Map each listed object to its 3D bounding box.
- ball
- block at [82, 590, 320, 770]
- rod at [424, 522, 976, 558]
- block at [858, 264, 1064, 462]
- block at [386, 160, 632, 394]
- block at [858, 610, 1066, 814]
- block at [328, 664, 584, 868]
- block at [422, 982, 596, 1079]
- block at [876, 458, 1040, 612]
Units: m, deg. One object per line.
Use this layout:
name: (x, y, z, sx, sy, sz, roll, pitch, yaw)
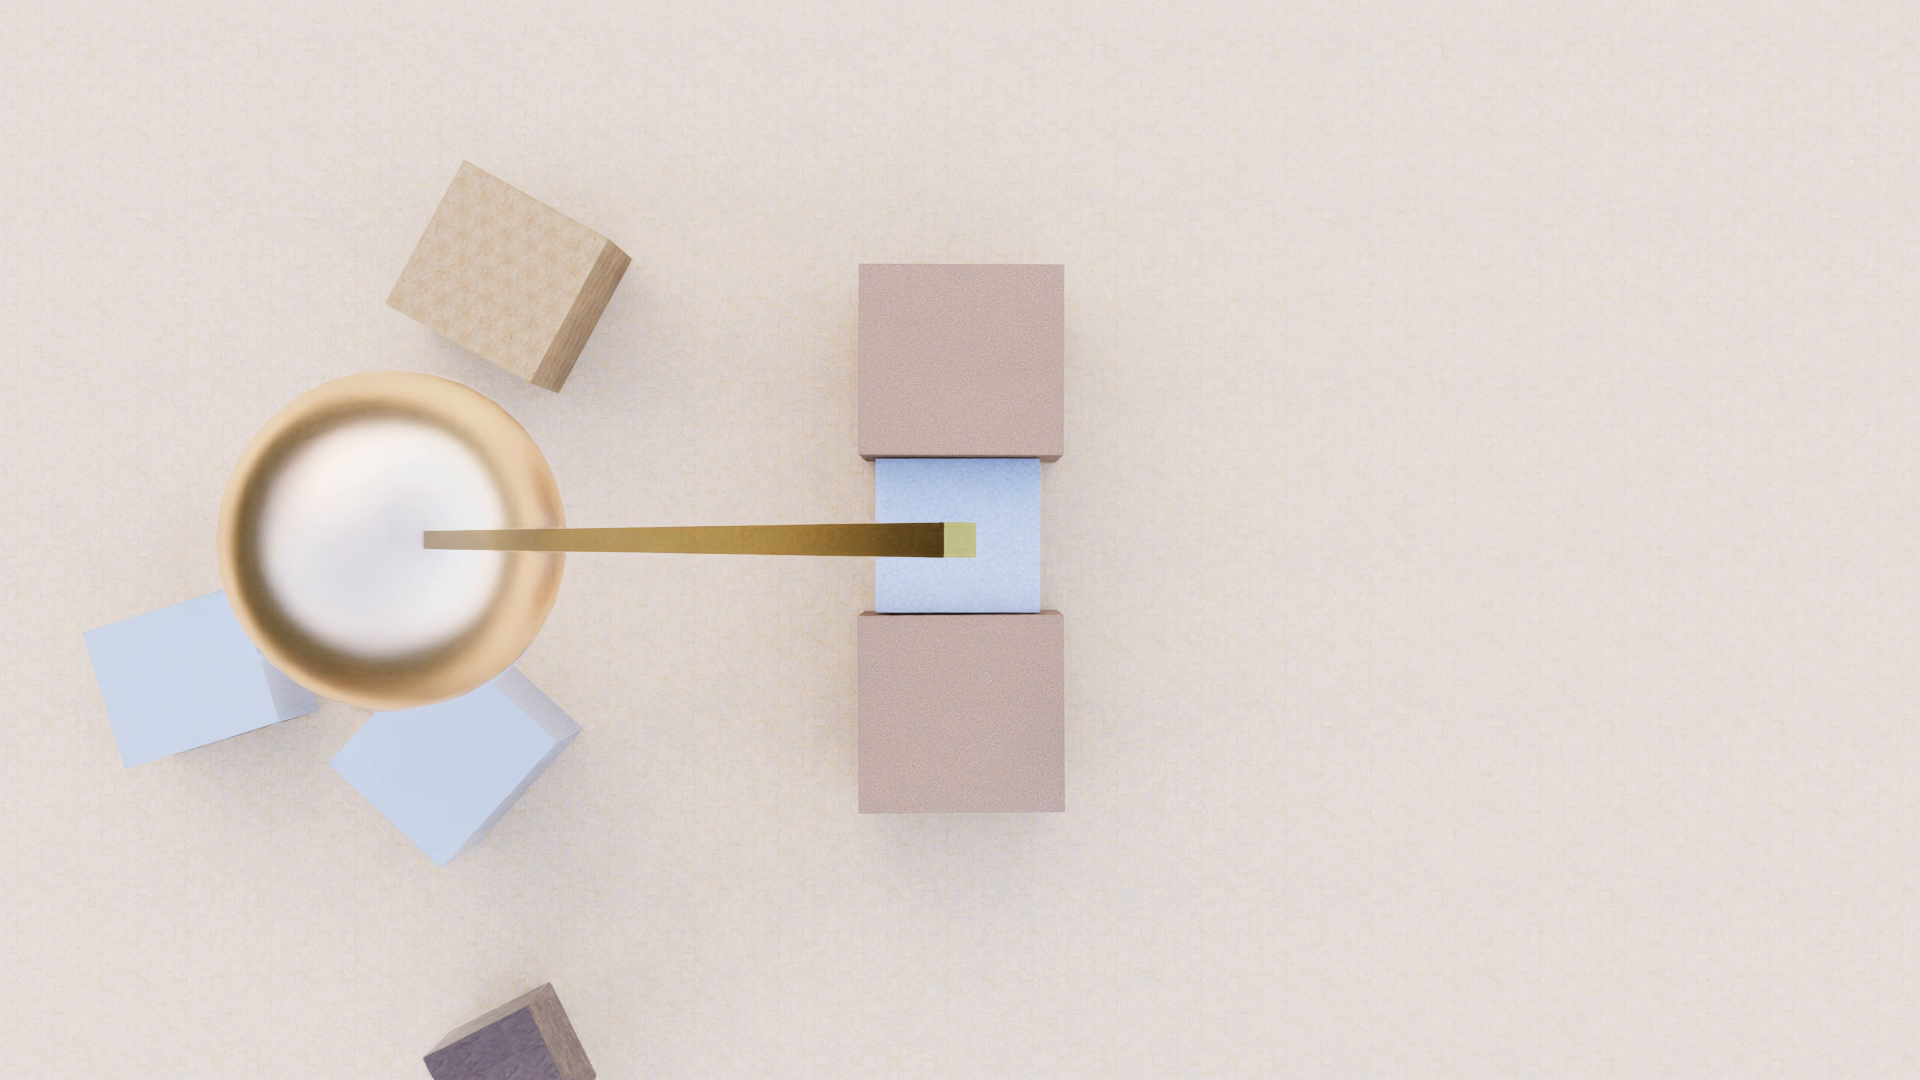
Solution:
ball: (-2.653, 0.000, 10.332, 1.600, 1.600, 1.600, 0, 90, 0)
block: (-4.329, 0.762, 12.610, 0.896, 0.780, 0.794, -17, 90, 0)
rod: (-1.150, 0.000, 7.282, 0.080, 5.200, 0.080, 0, 90, -26)
block: (0.007, -0.978, 12.450, 1.114, 1.099, 1.032, 0, 90, 0)
block: (-2.553, -1.482, 12.560, 0.909, 0.881, 0.908, 29, 90, 0)
block: (0.006, 0.956, 12.528, 1.133, 0.944, 1.082, 0, 90, 0)
block: (-2.859, 1.176, 12.571, 0.852, 0.859, 0.943, 42, 90, 0)
block: (-2.577, 3.035, 12.656, 0.653, 0.688, 0.628, -27, 90, 0)
block: (-0.012, -0.025, 12.592, 0.911, 0.815, 0.852, 0, 90, 0)
